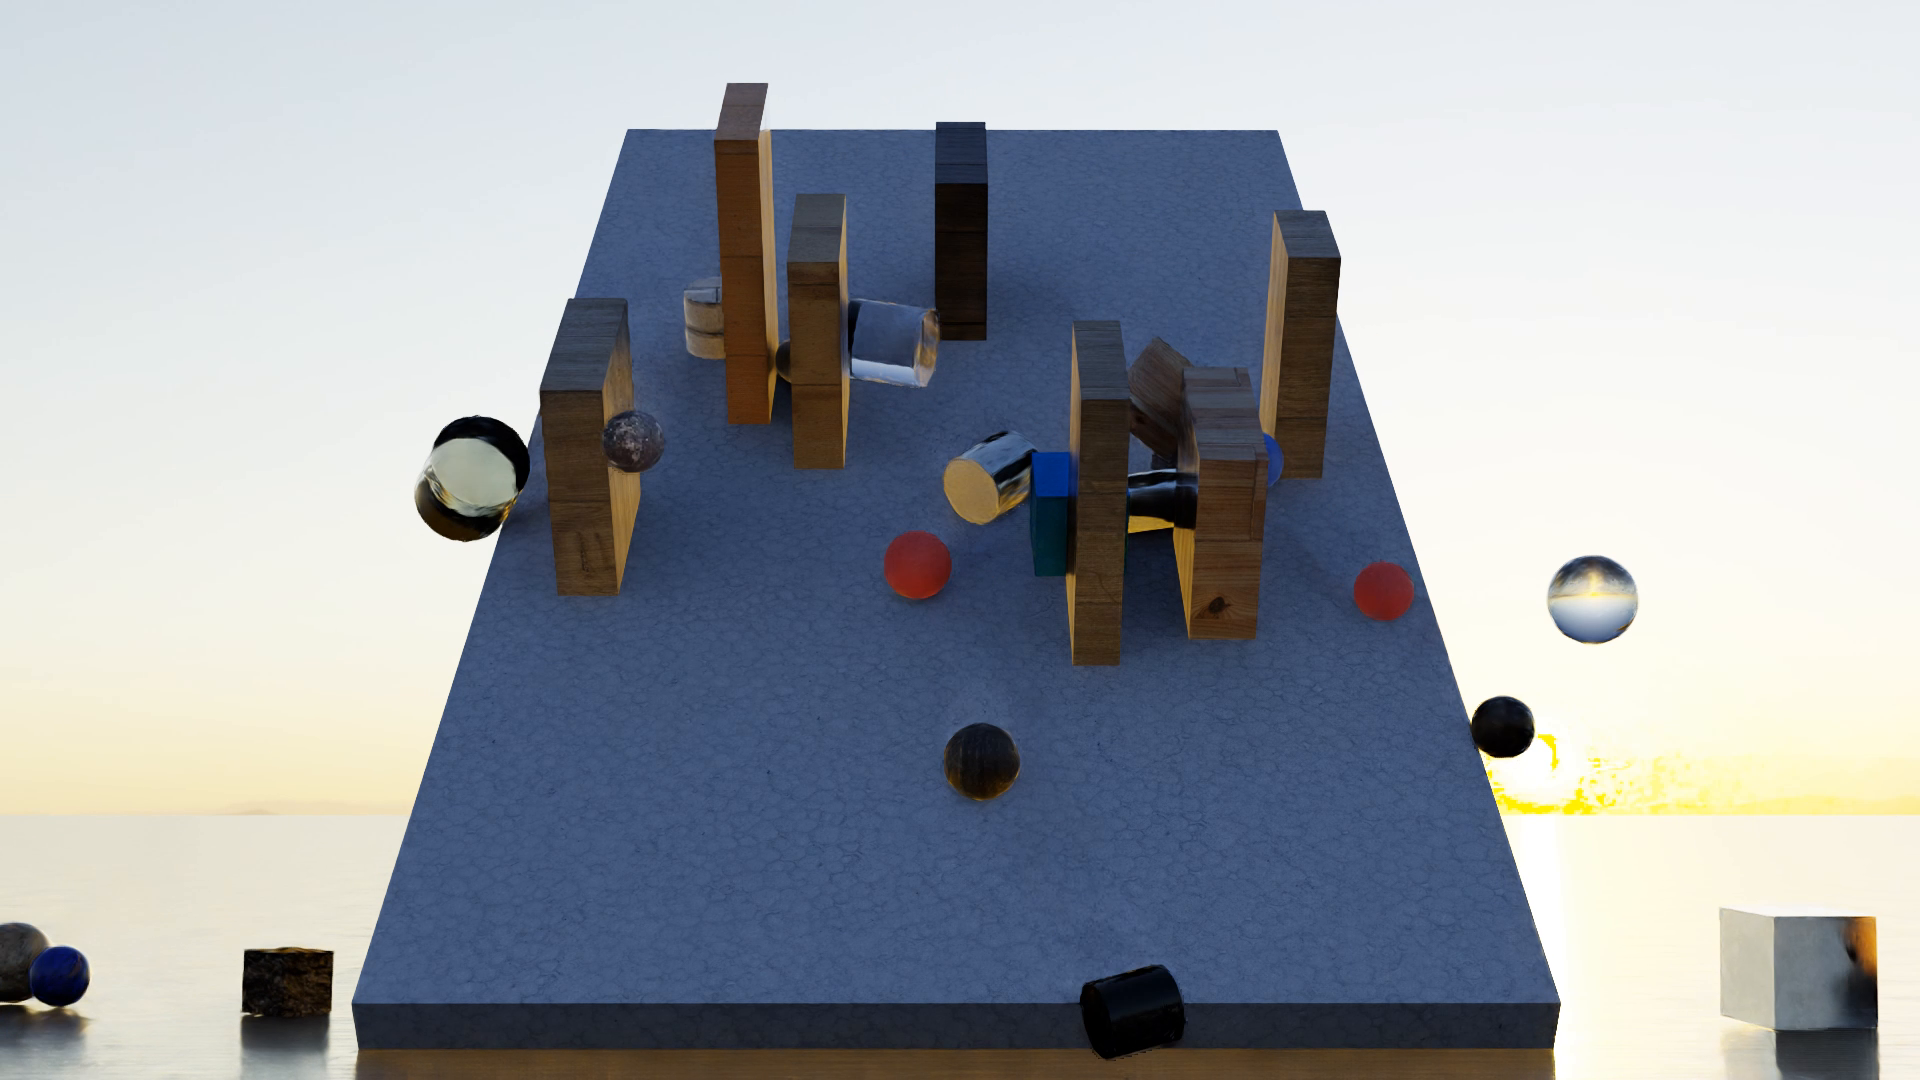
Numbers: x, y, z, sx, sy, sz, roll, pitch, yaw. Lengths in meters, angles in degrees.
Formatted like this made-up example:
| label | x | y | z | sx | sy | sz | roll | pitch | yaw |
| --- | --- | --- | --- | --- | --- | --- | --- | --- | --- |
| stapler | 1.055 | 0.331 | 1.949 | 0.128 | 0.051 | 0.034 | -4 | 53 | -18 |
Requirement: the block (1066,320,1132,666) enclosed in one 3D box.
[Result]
| label | x | y | z | sx | sy | sz | roll | pitch | yaw |
| --- | --- | --- | --- | --- | --- | --- | --- | --- | --- |
| block | 0.274 | -0.094 | 4.871 | 0.094 | 0.601 | 0.346 | 0 | 30 | 0 |

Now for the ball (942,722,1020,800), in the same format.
| label | x | y | z | sx | sy | sz | roll | pitch | yaw |
| --- | --- | --- | --- | --- | --- | --- | --- | --- | --- |
| ball | 0.039 | 0.408 | 4.468 | 0.142 | 0.142 | 0.142 | 0 | -6 | 0 |

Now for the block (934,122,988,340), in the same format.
| label | x | y | z | sx | sy | sz | roll | pitch | yaw |
| --- | --- | --- | --- | --- | --- | --- | --- | --- | --- |
| block | 0.002 | -0.799 | 6.239 | 0.131 | 0.427 | 0.424 | 0 | 30 | 0 |

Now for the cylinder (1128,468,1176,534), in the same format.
| label | x | y | z | sx | sy | sz | roll | pitch | yaw |
| --- | --- | --- | --- | --- | --- | --- | --- | --- | --- |
| cylinder | 0.412 | -0.086 | 5.323 | 0.129 | 0.129 | 0.129 | -10 | -4 | -12 |

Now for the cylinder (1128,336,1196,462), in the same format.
| label | x | y | z | sx | sy | sz | roll | pitch | yaw |
| --- | --- | --- | --- | --- | --- | --- | --- | --- | --- |
| cylinder | 0.442 | -0.307 | 5.285 | 0.197 | 0.197 | 0.197 | 39 | 6 | -5 |

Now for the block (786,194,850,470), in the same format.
| label | x | y | z | sx | sy | sz | roll | pitch | yaw |
| --- | --- | --- | --- | --- | --- | --- | --- | --- | --- |
| block | -0.324 | -0.486 | 5.614 | 0.114 | 0.518 | 0.390 | 0 | 30 | 0 |

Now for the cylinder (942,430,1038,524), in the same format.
| label | x | y | z | sx | sy | sz | roll | pitch | yaw |
| --- | --- | --- | --- | --- | --- | --- | --- | --- | --- |
| cylinder | 0.074 | -0.141 | 5.383 | 0.160 | 0.160 | 0.160 | -6 | 19 | 45 |

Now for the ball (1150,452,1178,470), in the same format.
| label | x | y | z | sx | sy | sz | roll | pitch | yaw |
| --- | --- | --- | --- | --- | --- | --- | --- | --- | --- |
| ball | 0.496 | -0.168 | 5.460 | 0.132 | 0.132 | 0.132 | 0 | -6 | 0 |

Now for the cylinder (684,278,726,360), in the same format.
| label | x | y | z | sx | sy | sz | roll | pitch | yaw |
| --- | --- | --- | --- | --- | --- | --- | --- | --- | --- |
| cylinder | -0.612 | -0.558 | 6.091 | 0.156 | 0.156 | 0.156 | 0 | 31 | 0 |

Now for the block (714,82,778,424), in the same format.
| label | x | y | z | sx | sy | sz | roll | pitch | yaw |
| --- | --- | --- | --- | --- | --- | --- | --- | --- | --- |
| block | -0.502 | -0.679 | 5.747 | 0.098 | 0.715 | 0.371 | 0 | 30 | 0 |

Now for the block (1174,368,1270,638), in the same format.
| label | x | y | z | sx | sy | sz | roll | pitch | yaw |
| --- | --- | --- | --- | --- | --- | --- | --- | --- | --- |
| block | 0.537 | -0.081 | 5.030 | 0.136 | 0.418 | 0.407 | 0 | 30 | 0 |

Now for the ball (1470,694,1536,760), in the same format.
| label | x | y | z | sx | sy | sz | roll | pitch | yaw |
| --- | --- | --- | --- | --- | --- | --- | --- | --- | --- |
| ball | 1.033 | 0.356 | 4.607 | 0.123 | 0.123 | 0.123 | 0 | -6 | 0 |

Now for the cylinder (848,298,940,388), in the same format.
| label | x | y | z | sx | sy | sz | roll | pitch | yaw |
| --- | --- | --- | --- | --- | --- | --- | --- | --- | --- |
| cylinder | -0.175 | -0.482 | 5.927 | 0.196 | 0.196 | 0.196 | 10 | -4 | 16 |

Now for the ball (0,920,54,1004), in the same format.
| label | x | y | z | sx | sy | sz | roll | pitch | yaw |
| --- | --- | --- | --- | --- | --- | --- | --- | --- | --- |
| ball | -1.962 | 0.874 | 5.019 | 0.168 | 0.168 | 0.168 | 0 | -6 | 0 |

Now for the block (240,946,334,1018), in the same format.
| label | x | y | z | sx | sy | sz | roll | pitch | yaw |
| --- | --- | --- | --- | --- | --- | --- | --- | --- | --- |
| block | -1.318 | 0.866 | 4.750 | 0.121 | 0.121 | 0.121 | -2 | -6 | 34 |

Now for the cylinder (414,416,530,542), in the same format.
| label | x | y | z | sx | sy | sz | roll | pitch | yaw |
| --- | --- | --- | --- | --- | --- | --- | --- | --- | --- |
| cylinder | -1.056 | -0.131 | 5.235 | 0.210 | 0.210 | 0.210 | 3 | -22 | -23 |

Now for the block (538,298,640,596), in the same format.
| label | x | y | z | sx | sy | sz | roll | pitch | yaw |
| --- | --- | --- | --- | --- | --- | --- | --- | --- | --- |
| block | -0.783 | -0.203 | 5.164 | 0.127 | 0.484 | 0.439 | 0 | 30 | 0 |

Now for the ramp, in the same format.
| label | x | y | z | sx | sy | sz | roll | pitch | yaw |
| --- | --- | --- | --- | --- | --- | --- | --- | --- | --- |
| ramp | -0.014 | -0.206 | 5.750 | 2.000 | 0.100 | 4.000 | 0 | 30 | 0 |

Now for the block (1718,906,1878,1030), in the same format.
| label | x | y | z | sx | sy | sz | roll | pitch | yaw |
| --- | --- | --- | --- | --- | --- | --- | --- | --- | --- |
| block | 1.559 | 0.794 | 4.513 | 0.205 | 0.205 | 0.205 | 1 | -4 | -10 |

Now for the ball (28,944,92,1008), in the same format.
| label | x | y | z | sx | sy | sz | roll | pitch | yaw |
| --- | --- | --- | --- | --- | --- | --- | --- | --- | --- |
| ball | -1.824 | 0.884 | 4.913 | 0.125 | 0.125 | 0.125 | 0 | -6 | 0 |

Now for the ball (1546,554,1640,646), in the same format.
| label | x | y | z | sx | sy | sz | roll | pitch | yaw |
| --- | --- | --- | --- | --- | --- | --- | --- | --- | --- |
| ball | 1.390 | 0.131 | 5.324 | 0.200 | 0.200 | 0.200 | 0 | -6 | 0 |

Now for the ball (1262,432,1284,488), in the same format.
| label | x | y | z | sx | sy | sz | roll | pitch | yaw |
| --- | --- | --- | --- | --- | --- | --- | --- | --- | --- |
| ball | 0.659 | -0.178 | 5.469 | 0.141 | 0.141 | 0.141 | 0 | -6 | 0 |

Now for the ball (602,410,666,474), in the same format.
| label | x | y | z | sx | sy | sz | roll | pitch | yaw |
| --- | --- | --- | --- | --- | --- | --- | --- | --- | --- |
| ball | -0.655 | -0.197 | 4.856 | 0.126 | 0.126 | 0.126 | 0 | -6 | 0 |

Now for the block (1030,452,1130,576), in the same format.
| label | x | y | z | sx | sy | sz | roll | pitch | yaw |
| --- | --- | --- | --- | --- | --- | --- | --- | --- | --- |
| block | 0.255 | -0.057 | 5.208 | 0.195 | 0.195 | 0.195 | -1 | 30 | -2 |

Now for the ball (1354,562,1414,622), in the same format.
| label | x | y | z | sx | sy | sz | roll | pitch | yaw |
| --- | --- | --- | --- | --- | --- | --- | --- | --- | --- |
| ball | 0.875 | 0.106 | 5.005 | 0.124 | 0.124 | 0.124 | 0 | -6 | 0 |

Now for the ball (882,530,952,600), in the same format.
| label | x | y | z | sx | sy | sz | roll | pitch | yaw |
| --- | --- | --- | --- | --- | --- | --- | --- | --- | --- |
| ball | -0.089 | 0.052 | 5.070 | 0.144 | 0.144 | 0.144 | 0 | -6 | 0 |

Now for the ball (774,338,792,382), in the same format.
| label | x | y | z | sx | sy | sz | roll | pitch | yaw |
| --- | --- | --- | --- | --- | --- | --- | --- | --- | --- |
| ball | -0.395 | -0.441 | 5.933 | 0.117 | 0.117 | 0.117 | 0 | -6 | 0 |

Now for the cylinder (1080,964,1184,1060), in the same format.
| label | x | y | z | sx | sy | sz | roll | pitch | yaw |
| --- | --- | --- | --- | --- | --- | --- | --- | --- | --- |
| cylinder | 0.276 | 0.756 | 3.885 | 0.125 | 0.125 | 0.125 | -11 | -2 | -20 |

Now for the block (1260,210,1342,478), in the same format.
| label | x | y | z | sx | sy | sz | roll | pitch | yaw |
| --- | --- | --- | --- | --- | --- | --- | --- | --- | --- |
| block | 0.771 | -0.444 | 5.520 | 0.116 | 0.550 | 0.265 | 0 | 30 | 0 |
